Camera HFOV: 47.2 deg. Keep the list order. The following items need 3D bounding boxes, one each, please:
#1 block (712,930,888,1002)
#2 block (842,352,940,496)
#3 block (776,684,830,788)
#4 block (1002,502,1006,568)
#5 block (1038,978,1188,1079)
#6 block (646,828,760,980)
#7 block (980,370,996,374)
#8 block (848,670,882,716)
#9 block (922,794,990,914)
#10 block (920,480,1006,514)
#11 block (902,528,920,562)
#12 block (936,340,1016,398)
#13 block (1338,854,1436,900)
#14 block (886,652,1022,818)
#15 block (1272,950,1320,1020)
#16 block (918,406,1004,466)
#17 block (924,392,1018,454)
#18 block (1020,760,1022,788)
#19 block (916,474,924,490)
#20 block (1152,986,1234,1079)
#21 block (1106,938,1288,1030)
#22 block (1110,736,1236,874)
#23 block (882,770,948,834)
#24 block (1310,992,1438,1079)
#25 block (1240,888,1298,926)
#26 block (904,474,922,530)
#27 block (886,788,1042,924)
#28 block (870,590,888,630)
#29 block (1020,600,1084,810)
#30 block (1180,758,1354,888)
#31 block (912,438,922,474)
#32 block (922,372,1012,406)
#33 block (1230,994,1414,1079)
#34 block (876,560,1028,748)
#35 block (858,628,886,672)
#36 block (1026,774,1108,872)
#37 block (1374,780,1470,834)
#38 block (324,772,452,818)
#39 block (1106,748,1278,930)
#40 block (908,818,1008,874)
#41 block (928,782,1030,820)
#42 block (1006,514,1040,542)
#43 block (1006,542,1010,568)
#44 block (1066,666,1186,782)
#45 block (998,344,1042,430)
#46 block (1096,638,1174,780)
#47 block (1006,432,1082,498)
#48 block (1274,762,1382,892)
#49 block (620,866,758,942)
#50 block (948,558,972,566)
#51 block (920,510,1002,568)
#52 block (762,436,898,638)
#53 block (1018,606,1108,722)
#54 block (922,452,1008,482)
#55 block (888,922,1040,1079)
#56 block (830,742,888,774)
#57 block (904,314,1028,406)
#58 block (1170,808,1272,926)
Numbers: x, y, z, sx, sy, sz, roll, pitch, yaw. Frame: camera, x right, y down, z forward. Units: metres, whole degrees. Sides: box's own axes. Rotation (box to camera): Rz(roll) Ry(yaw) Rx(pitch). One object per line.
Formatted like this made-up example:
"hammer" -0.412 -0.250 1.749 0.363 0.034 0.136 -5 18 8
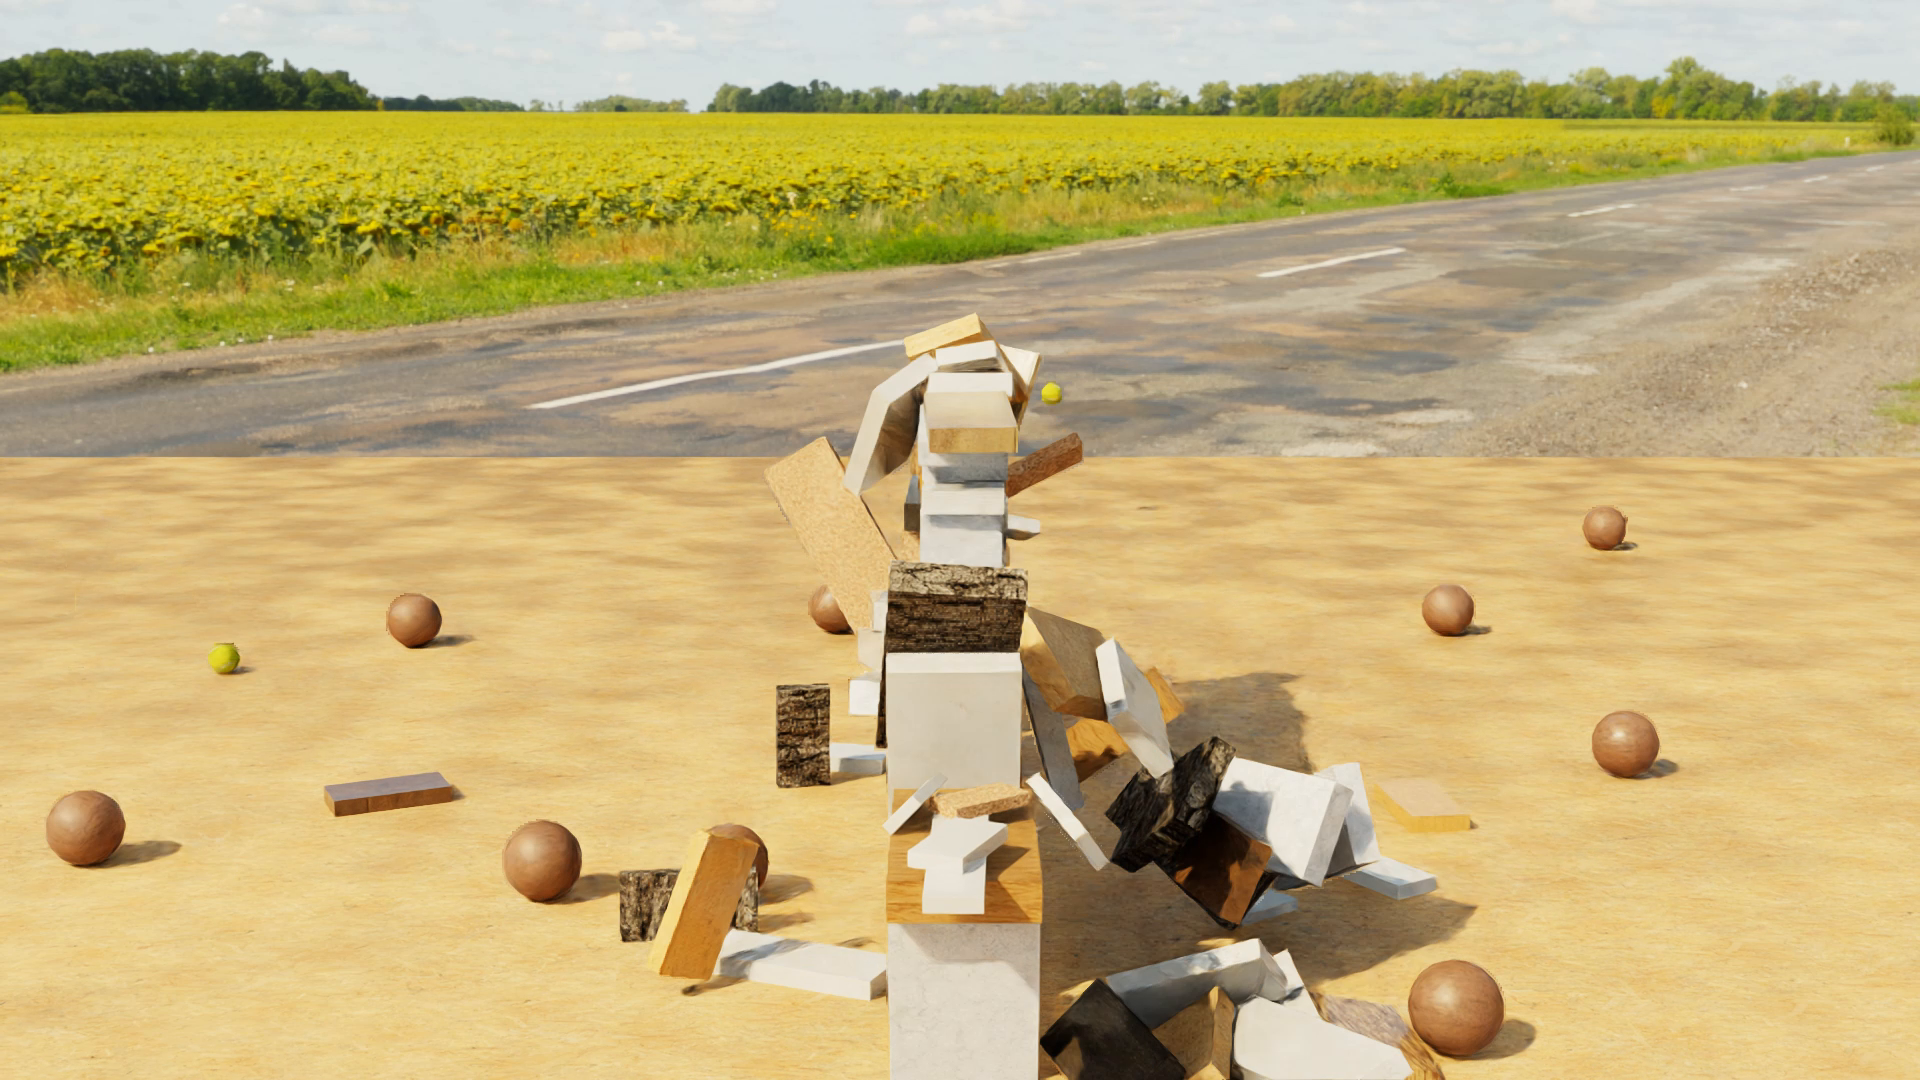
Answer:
"block" -0.242 0.640 3.318 0.289 0.030 0.107 5 11 23
"block" -0.132 -0.219 4.213 0.042 0.297 0.148 42 55 14
"block" -0.303 0.378 4.247 0.101 0.203 0.029 -2 17 -10
"block" 0.013 0.138 3.913 0.139 0.433 0.039 0 6 -1
"block" 0.197 0.678 2.892 0.120 0.034 0.265 -46 19 -4
"block" -0.378 0.537 3.237 0.030 0.214 0.107 19 -1 41
"block" 0.031 -0.275 4.151 0.100 0.028 0.200 -6 -11 8
"block" -0.042 0.235 3.481 0.180 0.051 0.359 3 3 12
"block" -0.002 0.365 2.592 0.068 0.019 0.383 0 11 2
"block" 0.008 -0.083 3.794 0.139 0.039 0.277 0 9 2
"block" -0.014 0.158 4.014 0.180 0.359 0.051 0 4 2
"block" 0.032 -0.311 4.136 0.109 0.031 0.307 -9 -12 7
"block" 0.712 0.566 3.731 0.088 0.025 0.176 -7 13 -33
"block" -0.007 0.423 2.941 0.172 0.605 0.049 0 28 0
"block" 0.432 0.657 3.082 0.120 0.034 0.240 -25 10 3
"block" 0.001 -0.185 3.847 0.146 0.041 0.292 0 16 0
"block" 0.015 -0.204 3.760 0.146 0.041 0.292 -1 16 -3
"block" -0.002 0.345 3.100 0.172 0.049 0.344 -1 -9 0
"block" -0.006 -0.143 4.241 0.154 0.044 0.309 -1 11 -2
"block" 0.299 0.679 2.888 0.120 0.034 0.239 -38 4 14
"block" 0.328 0.617 3.039 0.223 0.112 0.032 -18 45 19
"block" 0.320 0.403 3.329 0.041 0.144 0.288 30 -26 -4
"block" -0.055 0.324 2.719 0.016 0.057 0.113 45 19 4
"block" 0.559 0.685 2.998 0.120 0.034 0.240 10 8 -5
"block" 0.483 0.598 3.579 0.127 0.018 0.063 -8 13 -37
"block" -0.006 -0.074 4.131 0.180 0.051 0.359 0 11 1
"block" 0.004 0.382 2.691 0.178 0.050 0.356 0 11 0
"block" -0.062 0.105 3.340 0.146 0.041 0.292 -1 2 -3
"block" 0.125 0.251 3.307 0.041 0.288 0.144 -15 17 -1
"block" 0.451 0.419 3.347 0.043 0.151 0.302 27 -11 -35
"block" -0.007 -0.175 4.169 0.148 0.042 0.358 1 12 2
"block" 0.010 -0.251 4.065 0.148 0.042 0.295 0 -10 -4
"block" 0.418 0.649 2.773 0.112 0.032 0.492 -31 3 -13
"block" -0.015 0.161 2.891 0.172 0.344 0.049 4 50 -3
"block" -0.037 0.157 3.174 0.180 0.051 0.359 -2 0 -9
"block" 0.136 0.358 2.797 0.019 0.068 0.136 -37 38 -4
"block" 0.858 0.495 4.096 0.109 0.031 0.218 -1 11 -7
"block" -1.085 0.481 4.169 0.218 0.031 0.109 -5 12 -26
"block" 0.383 0.479 3.573 0.043 0.151 0.302 32 7 -48
"block" -0.001 0.353 2.546 0.068 0.019 0.136 4 11 23
"block" 0.024 0.323 2.718 0.113 0.016 0.057 -8 13 -37
"block" 0.062 -0.036 4.763 0.202 0.029 0.101 10 -13 -16
"block" 0.009 0.001 4.751 0.154 0.044 0.309 -1 -15 10
"block" 0.266 0.322 3.773 0.273 0.088 0.025 -40 -8 39
"block" 0.086 -0.289 4.417 0.100 0.200 0.028 14 -14 19
"block" 0.241 0.231 3.057 0.032 0.112 0.223 -34 19 12
"block" 0.138 -0.139 4.567 0.247 0.028 0.100 -27 -18 -9
"block" 0.557 0.453 3.446 0.043 0.151 0.302 -6 -15 -18
"block" -0.427 0.573 3.465 0.214 0.107 0.030 -1 11 -7
"block" -0.014 0.069 2.834 0.057 0.113 0.016 22 46 -22
"block" 0.001 0.087 3.739 0.139 0.277 0.039 0 16 -1
"block" -0.240 -0.001 4.524 0.148 0.407 0.042 -31 -8 5
"block" 0.164 0.180 3.092 0.041 0.144 0.383 -35 -17 12
"block" 0.007 -0.162 3.919 0.148 0.042 0.295 0 16 -1
"block" 0.005 0.596 2.655 0.178 0.356 0.050 0 24 0
"block" -0.240 0.436 4.418 0.203 0.029 0.101 3 11 14
"block" 0.015 -0.331 4.269 0.149 0.042 0.297 -18 -27 13
"block" 0.384 0.477 3.249 0.034 0.120 0.240 24 0 -12
